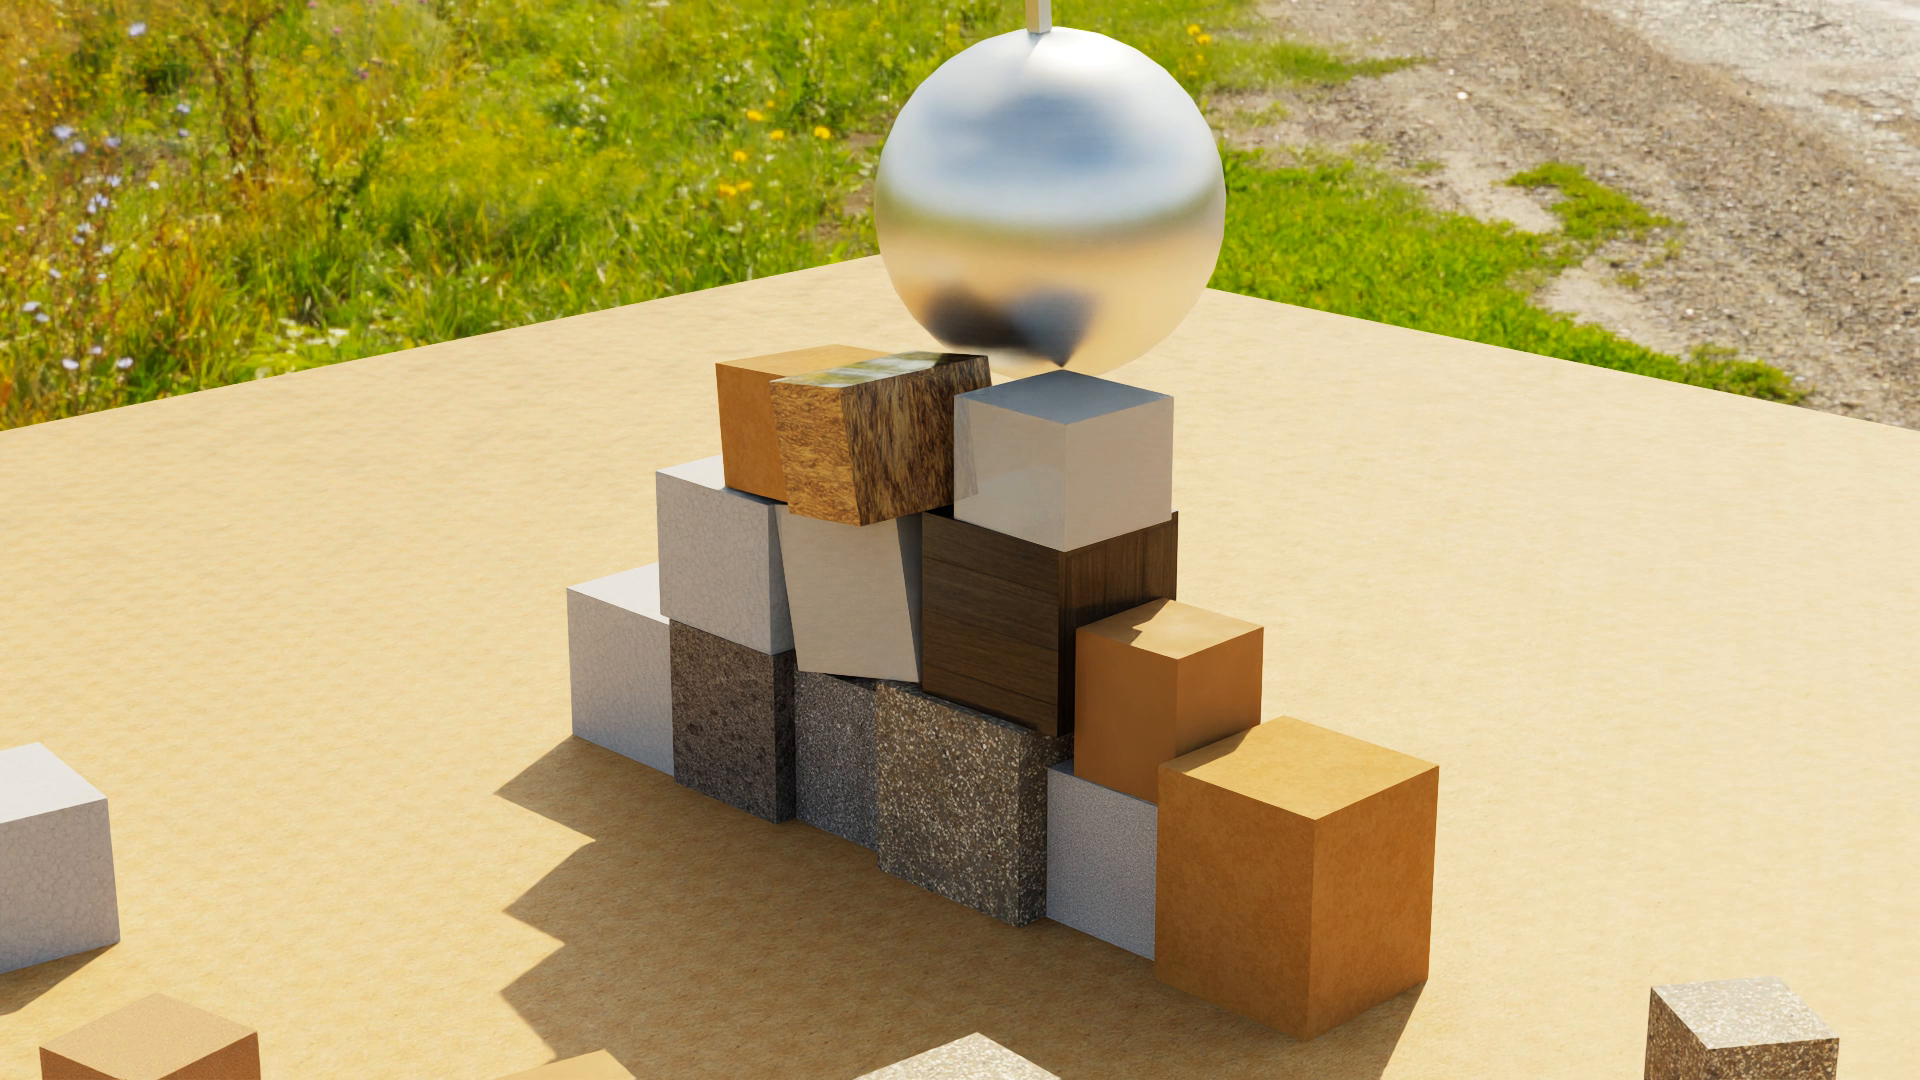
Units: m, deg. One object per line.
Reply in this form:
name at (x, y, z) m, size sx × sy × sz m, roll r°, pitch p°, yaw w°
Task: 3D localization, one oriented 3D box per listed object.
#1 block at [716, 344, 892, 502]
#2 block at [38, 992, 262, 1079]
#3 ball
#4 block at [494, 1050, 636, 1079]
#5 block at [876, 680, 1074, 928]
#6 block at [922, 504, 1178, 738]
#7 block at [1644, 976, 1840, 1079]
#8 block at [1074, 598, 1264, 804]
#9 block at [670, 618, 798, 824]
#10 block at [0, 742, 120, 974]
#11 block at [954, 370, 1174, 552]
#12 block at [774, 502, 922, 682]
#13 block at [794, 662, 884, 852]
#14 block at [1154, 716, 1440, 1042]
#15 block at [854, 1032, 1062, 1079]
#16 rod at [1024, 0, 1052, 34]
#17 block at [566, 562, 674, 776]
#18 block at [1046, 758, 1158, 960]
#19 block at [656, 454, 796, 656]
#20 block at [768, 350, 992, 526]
block at (-0.665, -0.551, 13.710) m, size 0.671 × 0.590 × 0.669 m, roll -12°, pitch 15°, yaw -33°
block at (-2.942, 2.087, 10.722) m, size 0.553 × 0.588 × 0.537 m, roll 12°, pitch 21°, yaw 33°
ball at (0.407, -1.515, 13.292) m, size 1.600 × 1.600 × 1.600 m, roll 0°, pitch 17°, yaw 0°
block at (-1.386, 2.246, 10.189) m, size 0.647 × 0.605 × 0.629 m, roll -10°, pitch 20°, yaw -30°
block at (0.273, 1.075, 13.396) m, size 0.944 × 0.917 × 0.900 m, roll -17°, pitch 24°, yaw -42°
block at (0.397, 0.277, 12.991) m, size 0.806 × 0.849 × 0.787 m, roll 16°, pitch 23°, yaw 41°
block at (2.962, 2.009, 11.154) m, size 0.520 × 0.478 × 0.529 m, roll -3°, pitch 18°, yaw -10°
block at (0.898, 0.695, 12.634) m, size 0.562 × 0.674 × 0.579 m, roll 16°, pitch 23°, yaw 41°
block at (-0.833, 0.780, 14.443) m, size 0.884 × 0.852 × 0.765 m, roll -17°, pitch 24°, yaw -42°
block at (-4.206, 1.398, 12.769) m, size 0.763 × 0.676 × 0.817 m, roll -13°, pitch 21°, yaw -35°
block at (0.446, -0.355, 12.662) m, size 0.666 × 0.554 × 0.669 m, roll -16°, pitch 24°, yaw -42°
block at (-0.238, 0.152, 13.618) m, size 0.798 × 0.794 × 0.829 m, roll -16°, pitch 13°, yaw -42°
block at (-0.292, 0.960, 13.966) m, size 0.700 × 0.794 × 0.693 m, roll -17°, pitch 24°, yaw -42°
block at (1.403, 1.396, 12.280) m, size 0.822 × 0.974 × 0.823 m, roll -17°, pitch 24°, yaw -42°
block at (0.041, 2.200, 10.380) m, size 0.573 × 0.579 × 0.628 m, roll -14°, pitch 22°, yaw -37°
rod at (0.176, -4.674, 12.058) m, size 0.080 × 5.200 × 0.080 m, roll 17°, pitch 29°, yaw 42°
block at (-1.401, 0.624, 15.027) m, size 0.843 × 0.798 × 0.860 m, roll -17°, pitch 24°, yaw -42°
block at (0.862, 1.347, 12.872) m, size 0.615 × 0.712 × 0.741 m, roll -17°, pitch 24°, yaw -42°
block at (-0.869, 0.013, 14.238) m, size 0.866 × 0.734 × 0.825 m, roll -16°, pitch 24°, yaw -42°
block at (-0.324, -0.465, 13.082) m, size 0.749 × 0.610 × 0.685 m, roll -14°, pitch 12°, yaw -28°
